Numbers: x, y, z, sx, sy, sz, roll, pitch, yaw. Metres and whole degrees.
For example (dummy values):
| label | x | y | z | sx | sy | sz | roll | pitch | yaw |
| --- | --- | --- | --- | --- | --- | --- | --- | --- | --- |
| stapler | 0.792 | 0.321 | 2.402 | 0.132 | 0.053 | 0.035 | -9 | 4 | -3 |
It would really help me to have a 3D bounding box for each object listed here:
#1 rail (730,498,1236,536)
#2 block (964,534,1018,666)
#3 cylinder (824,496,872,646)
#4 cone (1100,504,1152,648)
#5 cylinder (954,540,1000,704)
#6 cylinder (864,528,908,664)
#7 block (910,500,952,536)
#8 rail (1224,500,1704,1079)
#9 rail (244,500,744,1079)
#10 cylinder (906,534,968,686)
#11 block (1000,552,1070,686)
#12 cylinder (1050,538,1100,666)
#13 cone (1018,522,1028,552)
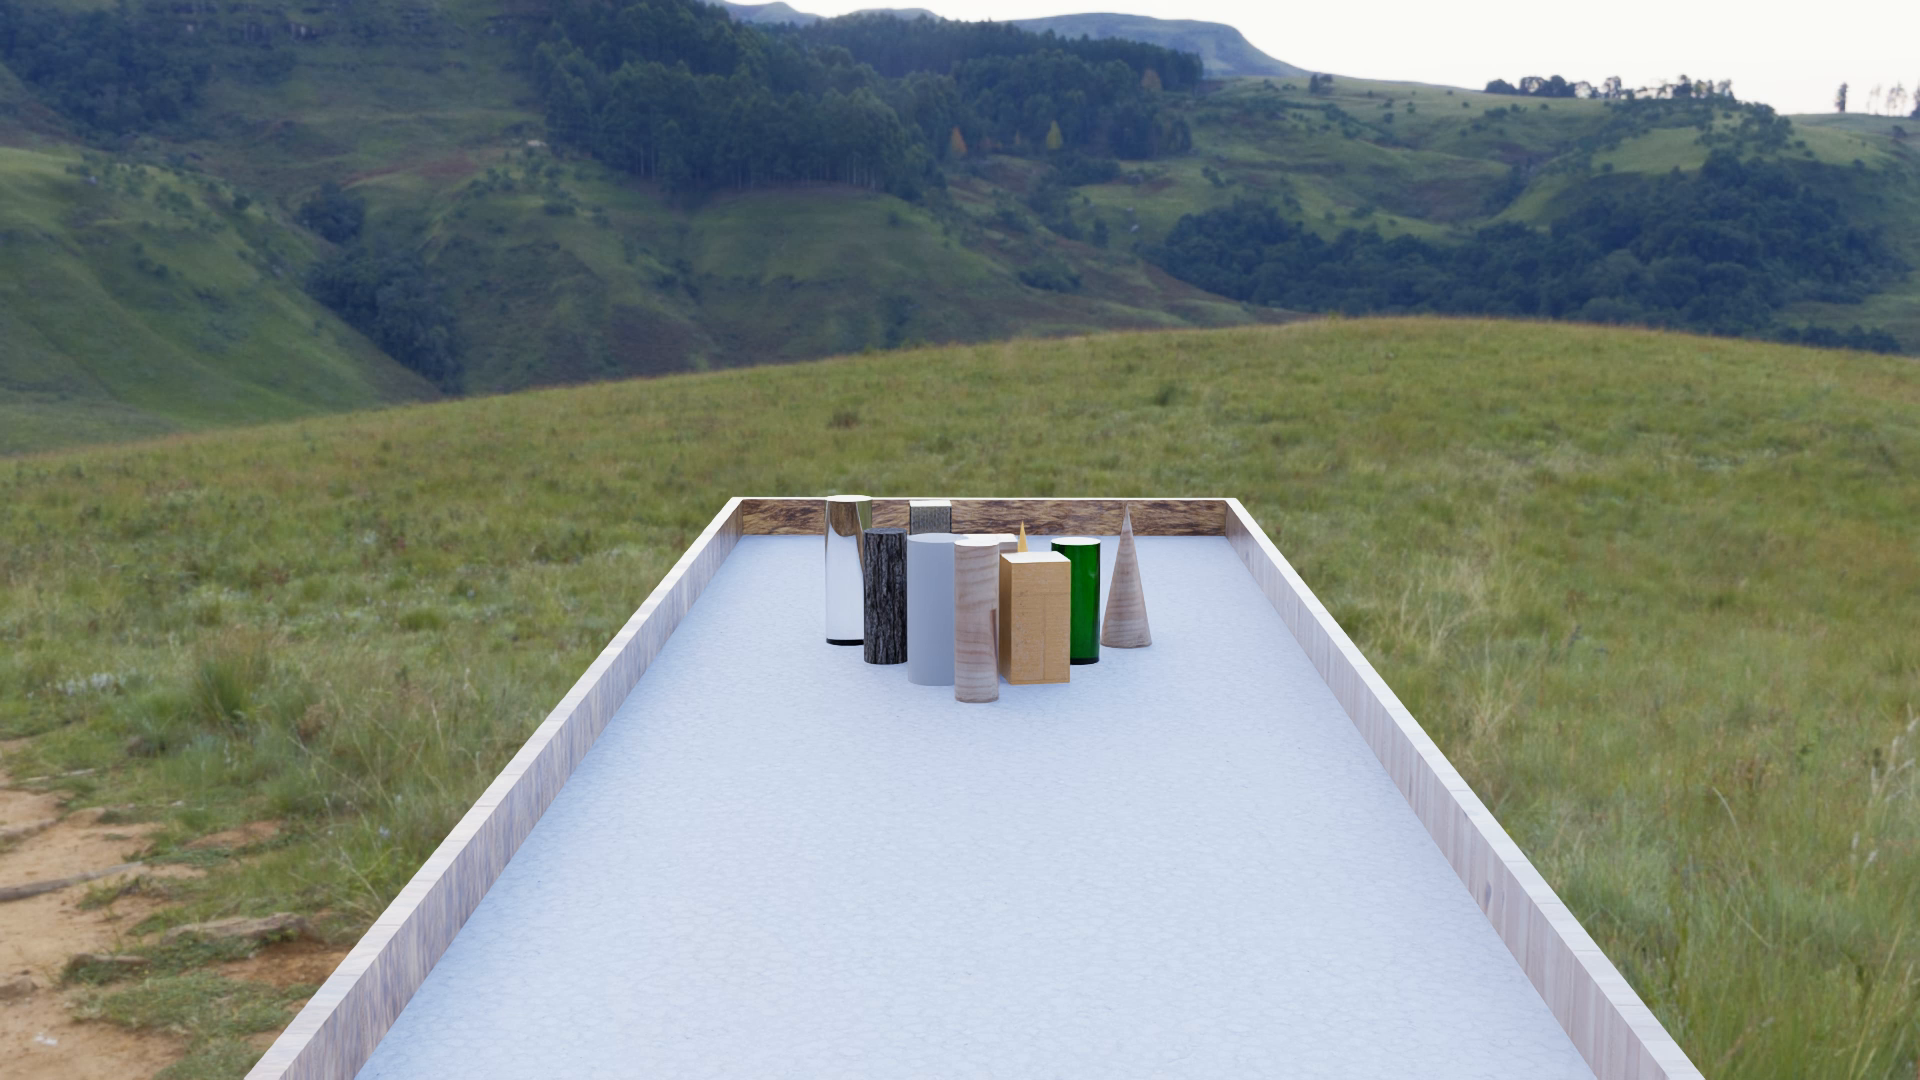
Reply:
| label | x | y | z | sx | sy | sz | roll | pitch | yaw |
| --- | --- | --- | --- | --- | --- | --- | --- | --- | --- |
| rail | 0.099 | -0.098 | 9.147 | 2.100 | 0.150 | 0.050 | 0 | 9 | 1 |
| block | 0.091 | 0.180 | 6.666 | 0.152 | 0.378 | 0.152 | -1 | 9 | -4 |
| cylinder | -0.351 | 0.095 | 6.945 | 0.149 | 0.458 | 0.149 | 0 | 9 | 0 |
| cone | 0.523 | 0.104 | 6.916 | 0.168 | 0.449 | 0.168 | 0 | 9 | 0 |
| cylinder | 0.047 | 0.227 | 6.159 | 0.125 | 0.444 | 0.125 | 0 | 9 | 0 |
| cylinder | -0.226 | 0.169 | 6.667 | 0.133 | 0.399 | 0.133 | 0 | 9 | 0 |
| block | -0.093 | 0.104 | 6.934 | 0.126 | 0.444 | 0.126 | -1 | 9 | -3 |
| rail | 1.046 | 0.843 | 3.208 | 0.050 | 0.150 | 12.000 | 0 | 9 | 1 |
| rail | -1.004 | 0.839 | 3.234 | 0.050 | 0.150 | 12.000 | 0 | 9 | 1 |
| cylinder | -0.064 | 0.201 | 6.402 | 0.180 | 0.419 | 0.180 | 0 | 9 | 0 |
| block | 0.218 | 0.227 | 6.432 | 0.174 | 0.359 | 0.174 | -2 | 9 | -11 |
| cylinder | 0.350 | 0.185 | 6.674 | 0.151 | 0.367 | 0.151 | 0 | 9 | 0 |
| cone | 0.197 | 0.130 | 6.941 | 0.139 | 0.390 | 0.139 | 0 | 9 | 0 |
